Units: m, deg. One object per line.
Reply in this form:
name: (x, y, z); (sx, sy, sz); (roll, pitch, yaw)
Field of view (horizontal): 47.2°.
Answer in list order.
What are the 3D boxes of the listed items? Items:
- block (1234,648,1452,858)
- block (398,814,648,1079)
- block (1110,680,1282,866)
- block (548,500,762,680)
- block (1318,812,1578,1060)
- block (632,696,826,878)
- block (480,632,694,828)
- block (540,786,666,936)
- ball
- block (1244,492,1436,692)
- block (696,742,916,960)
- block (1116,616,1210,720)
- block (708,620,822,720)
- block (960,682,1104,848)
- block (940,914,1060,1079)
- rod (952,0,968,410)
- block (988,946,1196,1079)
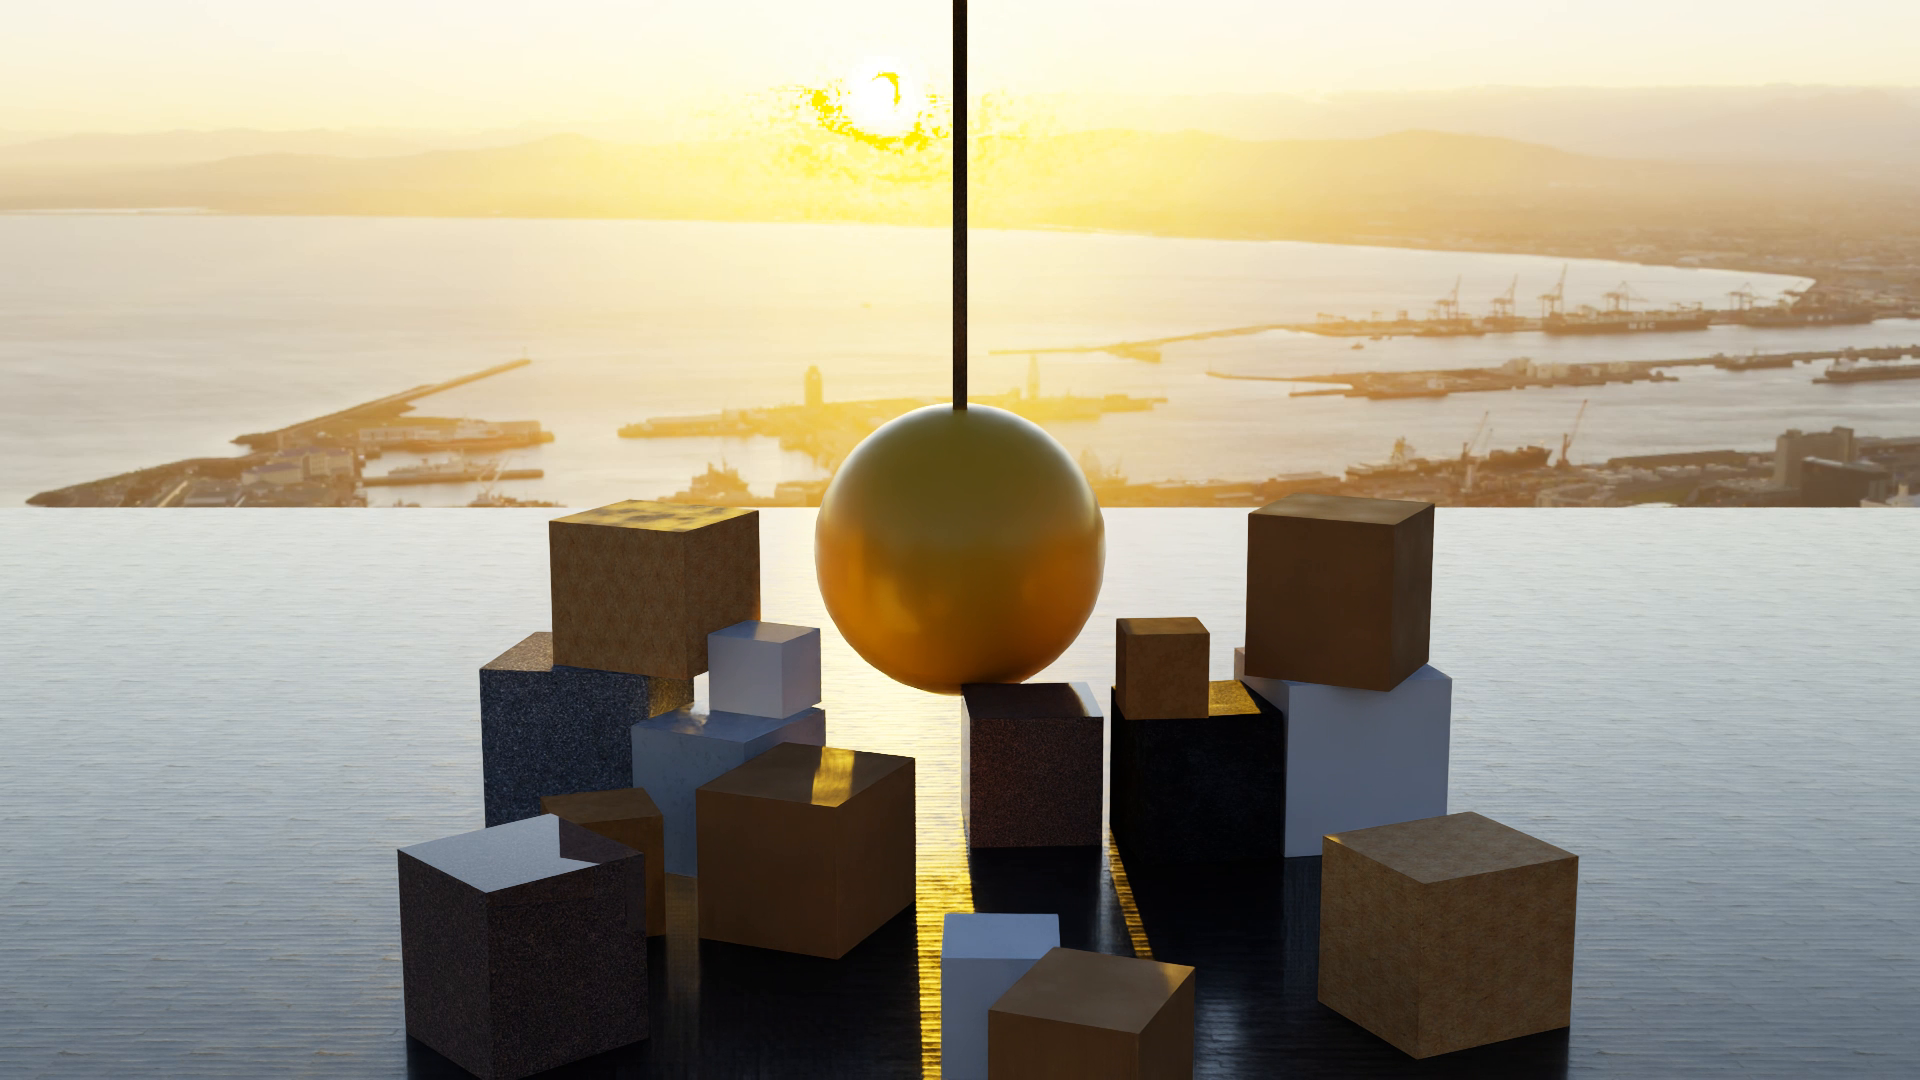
block: (1.944, 1.055, 11.324); (0.849, 0.873, 0.854); (-2, 11, -11)
block: (-1.721, 1.592, 8.675); (0.694, 0.763, 0.689); (-9, 14, -41)
block: (1.179, 1.161, 11.108); (0.692, 0.742, 0.674); (-2, 10, -11)
block: (-1.538, 0.235, 11.166); (0.787, 0.734, 0.726); (5, 11, 25)
block: (1.965, 1.578, 8.900); (0.759, 0.711, 0.661); (-5, 11, -25)
block: (-1.130, 1.219, 10.868); (0.657, 0.713, 0.723); (6, 12, 28)
block: (-1.910, 1.023, 11.412); (0.867, 0.904, 0.865); (1, 10, 8)
block: (-1.615, 1.469, 9.936); (0.472, 0.555, 0.460); (-4, 11, -19)
ball: (0.000, 0.051, 12.000); (1.600, 1.600, 1.600); (0, 10, 0)
block: (1.910, 0.244, 11.045); (0.738, 0.821, 0.721); (5, 12, 27)
block: (-0.685, 1.390, 9.997); (0.688, 0.688, 0.839); (4, 11, 23)
block: (0.991, 0.626, 10.799); (0.405, 0.421, 0.374); (-1, 10, -4)
block: (-0.973, 0.642, 10.983); (0.430, 0.382, 0.374); (5, 12, 26)
block: (0.361, 1.151, 11.366); (0.671, 0.669, 0.706); (-1, 10, -4)
block: (0.158, 1.762, 8.515); (0.450, 0.486, 0.486); (0, 10, 1)
rod: (0.000, -3.184, 10.953); (0.080, 5.200, 0.080); (0, 18, 0)
block: (0.461, 1.851, 7.613); (0.530, 0.634, 0.635); (4, 11, 22)
